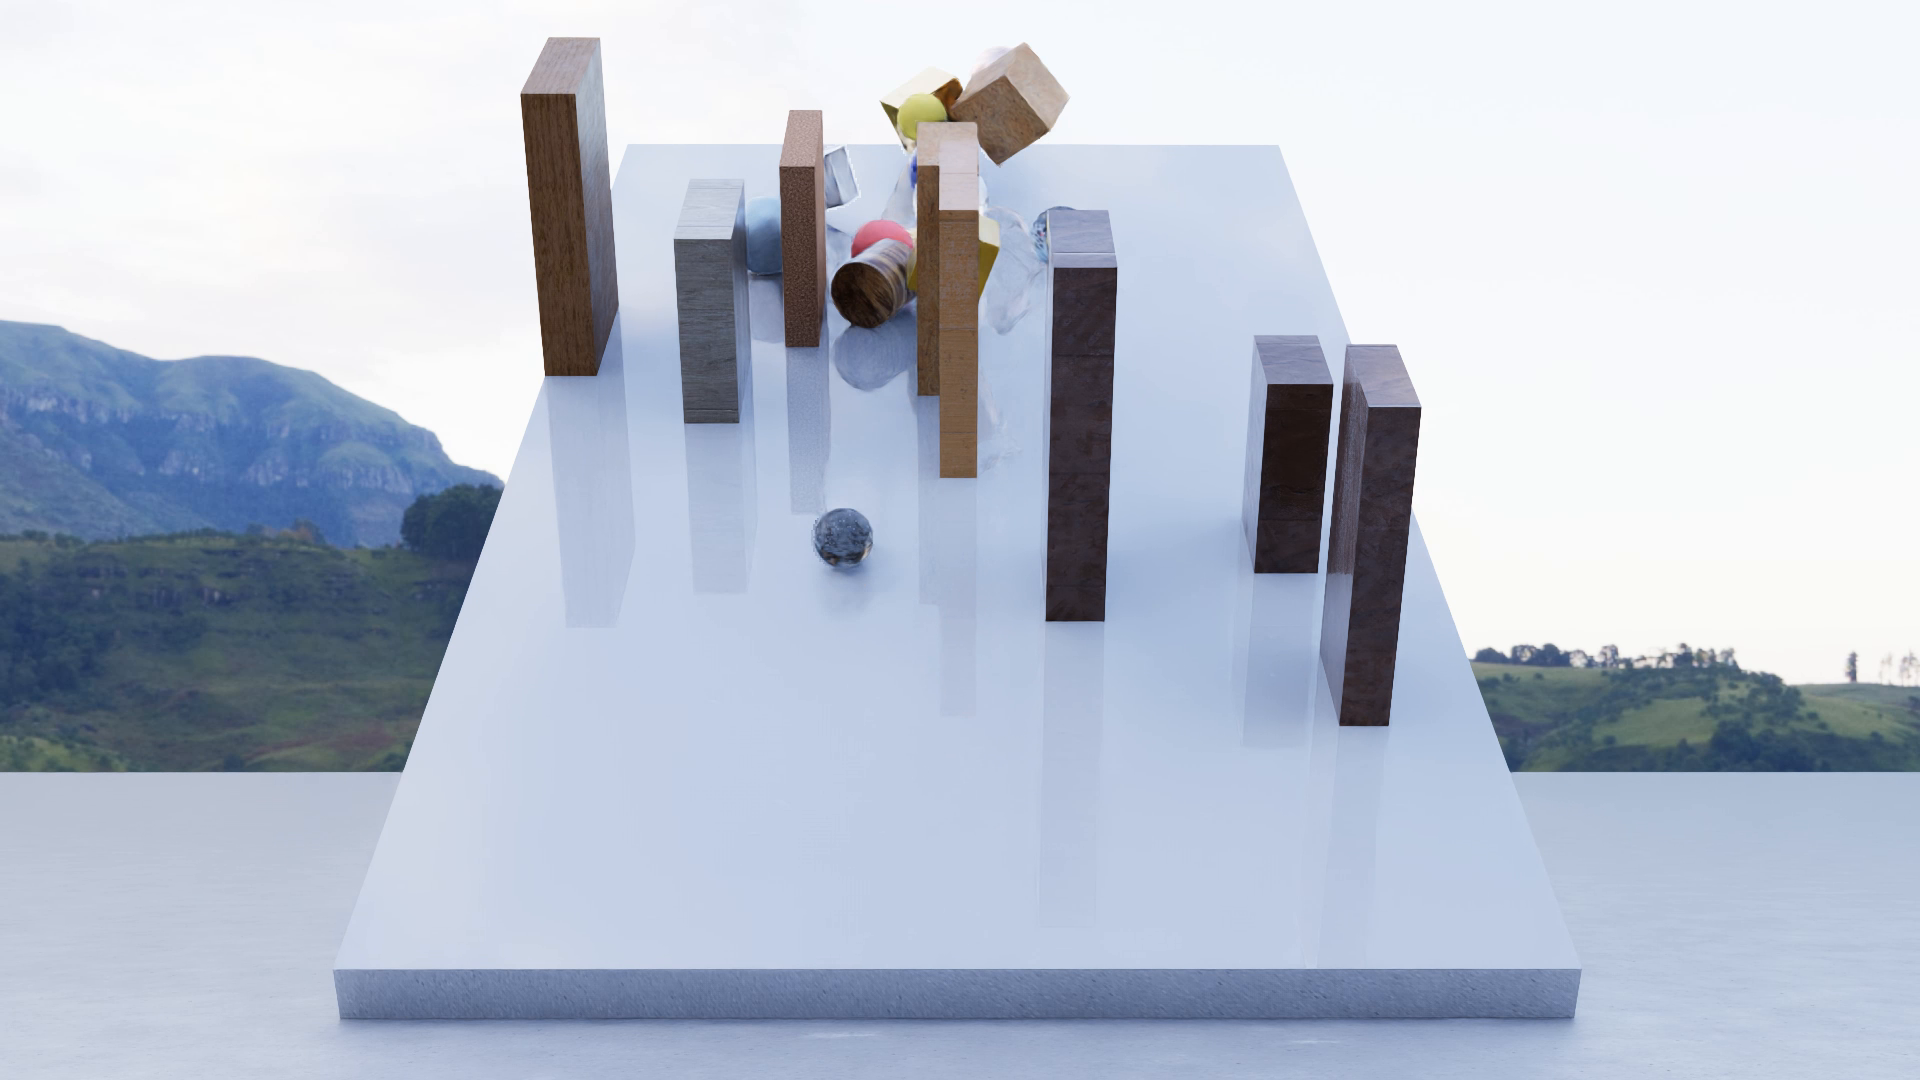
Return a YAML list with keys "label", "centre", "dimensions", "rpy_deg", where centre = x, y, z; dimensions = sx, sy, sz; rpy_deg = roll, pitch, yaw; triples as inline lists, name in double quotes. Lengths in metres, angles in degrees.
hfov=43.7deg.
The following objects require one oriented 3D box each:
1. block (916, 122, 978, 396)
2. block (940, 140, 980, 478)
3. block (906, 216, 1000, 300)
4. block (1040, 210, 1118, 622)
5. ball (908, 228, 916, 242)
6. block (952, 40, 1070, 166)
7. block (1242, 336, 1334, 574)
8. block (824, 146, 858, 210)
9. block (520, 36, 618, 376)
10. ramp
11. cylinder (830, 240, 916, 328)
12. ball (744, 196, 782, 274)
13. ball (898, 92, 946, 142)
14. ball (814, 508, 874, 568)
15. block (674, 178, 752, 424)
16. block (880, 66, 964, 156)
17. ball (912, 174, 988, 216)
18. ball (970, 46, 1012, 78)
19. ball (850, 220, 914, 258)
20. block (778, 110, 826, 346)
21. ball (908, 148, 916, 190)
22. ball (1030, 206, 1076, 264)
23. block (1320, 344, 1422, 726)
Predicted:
- label: "block"
  centre: [-0.030, -0.675, 5.738]
  dimensions: [0.143, 0.579, 0.311]
  rpy_deg: [0, 28, 0]
- label: "block"
  centre: [-0.003, -0.524, 5.400]
  dimensions: [0.084, 0.635, 0.444]
  rpy_deg: [0, 28, 0]
- label: "block"
  centre: [-0.017, -0.716, 5.997]
  dimensions: [0.181, 0.181, 0.181]
  rpy_deg: [18, 26, -10]
- label: "block"
  centre: [0.231, -0.243, 4.749]
  dimensions: [0.119, 0.761, 0.300]
  rpy_deg: [0, 28, 0]
- label: "ball"
  centre: [-0.107, -0.780, 6.418]
  dimensions: [0.117, 0.117, 0.117]
  rpy_deg: [0, -5, 0]
- label: "block"
  centre: [0.146, -1.248, 6.836]
  dimensions: [0.210, 0.210, 0.210]
  rpy_deg: [-28, 23, 36]
- label: "block"
  centre: [0.678, -0.179, 4.978]
  dimensions: [0.133, 0.432, 0.244]
  rpy_deg: [0, 28, 0]
- label: "block"
  centre: [-0.393, -1.006, 6.705]
  dimensions: [0.146, 0.146, 0.146]
  rpy_deg: [-12, 15, 19]
- label: "block"
  centre: [-0.949, -0.819, 5.860]
  dimensions: [0.127, 0.711, 0.447]
  rpy_deg: [0, 28, 0]
- label: "ramp"
  centre: [-0.012, -0.221, 5.611]
  dimensions: [2.000, 0.100, 4.000]
  rpy_deg: [0, 28, 0]
- label: "cylinder"
  centre: [-0.211, -0.658, 6.128]
  dimensions: [0.177, 0.177, 0.177]
  rpy_deg: [-3, 24, 29]
- label: "ball"
  centre: [-0.523, -0.814, 6.384]
  dimensions: [0.206, 0.206, 0.206]
  rpy_deg: [0, -5, 0]
- label: "ball"
  centre: [-0.109, -1.213, 6.875]
  dimensions: [0.141, 0.141, 0.141]
  rpy_deg: [0, -5, 0]
- label: "ball"
  centre: [-0.242, -0.004, 4.972]
  dimensions: [0.126, 0.126, 0.126]
  rpy_deg: [0, -5, 0]
- label: "block"
  centre: [-0.582, -0.569, 5.664]
  dimensions: [0.129, 0.460, 0.394]
  rpy_deg: [0, 28, 0]
- label: "block"
  centre: [-0.085, -1.263, 7.117]
  dimensions: [0.192, 0.192, 0.192]
  rpy_deg: [-35, 30, -9]
- label: "ball"
  centre: [-0.026, -0.920, 6.474]
  dimensions: [0.207, 0.207, 0.207]
  rpy_deg: [0, -5, 0]
- label: "ball"
  centre: [0.121, -1.374, 7.114]
  dimensions: [0.187, 0.187, 0.187]
  rpy_deg: [0, -5, 0]
- label: "ball"
  centre: [-0.203, -0.760, 6.304]
  dimensions: [0.169, 0.169, 0.169]
  rpy_deg: [0, -5, 0]
- label: "block"
  centre: [-0.395, -0.795, 6.068]
  dimensions: [0.085, 0.474, 0.431]
  rpy_deg: [0, 28, 0]
- label: "ball"
  centre: [-0.049, -1.057, 6.841]
  dimensions: [0.201, 0.201, 0.201]
  rpy_deg: [0, -5, 0]
- label: "ball"
  centre: [0.273, -0.814, 6.429]
  dimensions: [0.168, 0.168, 0.168]
  rpy_deg: [0, -5, 0]
- label: "block"
  centre: [0.754, -0.006, 4.424]
  dimensions: [0.092, 0.657, 0.271]
  rpy_deg: [0, 28, 0]
